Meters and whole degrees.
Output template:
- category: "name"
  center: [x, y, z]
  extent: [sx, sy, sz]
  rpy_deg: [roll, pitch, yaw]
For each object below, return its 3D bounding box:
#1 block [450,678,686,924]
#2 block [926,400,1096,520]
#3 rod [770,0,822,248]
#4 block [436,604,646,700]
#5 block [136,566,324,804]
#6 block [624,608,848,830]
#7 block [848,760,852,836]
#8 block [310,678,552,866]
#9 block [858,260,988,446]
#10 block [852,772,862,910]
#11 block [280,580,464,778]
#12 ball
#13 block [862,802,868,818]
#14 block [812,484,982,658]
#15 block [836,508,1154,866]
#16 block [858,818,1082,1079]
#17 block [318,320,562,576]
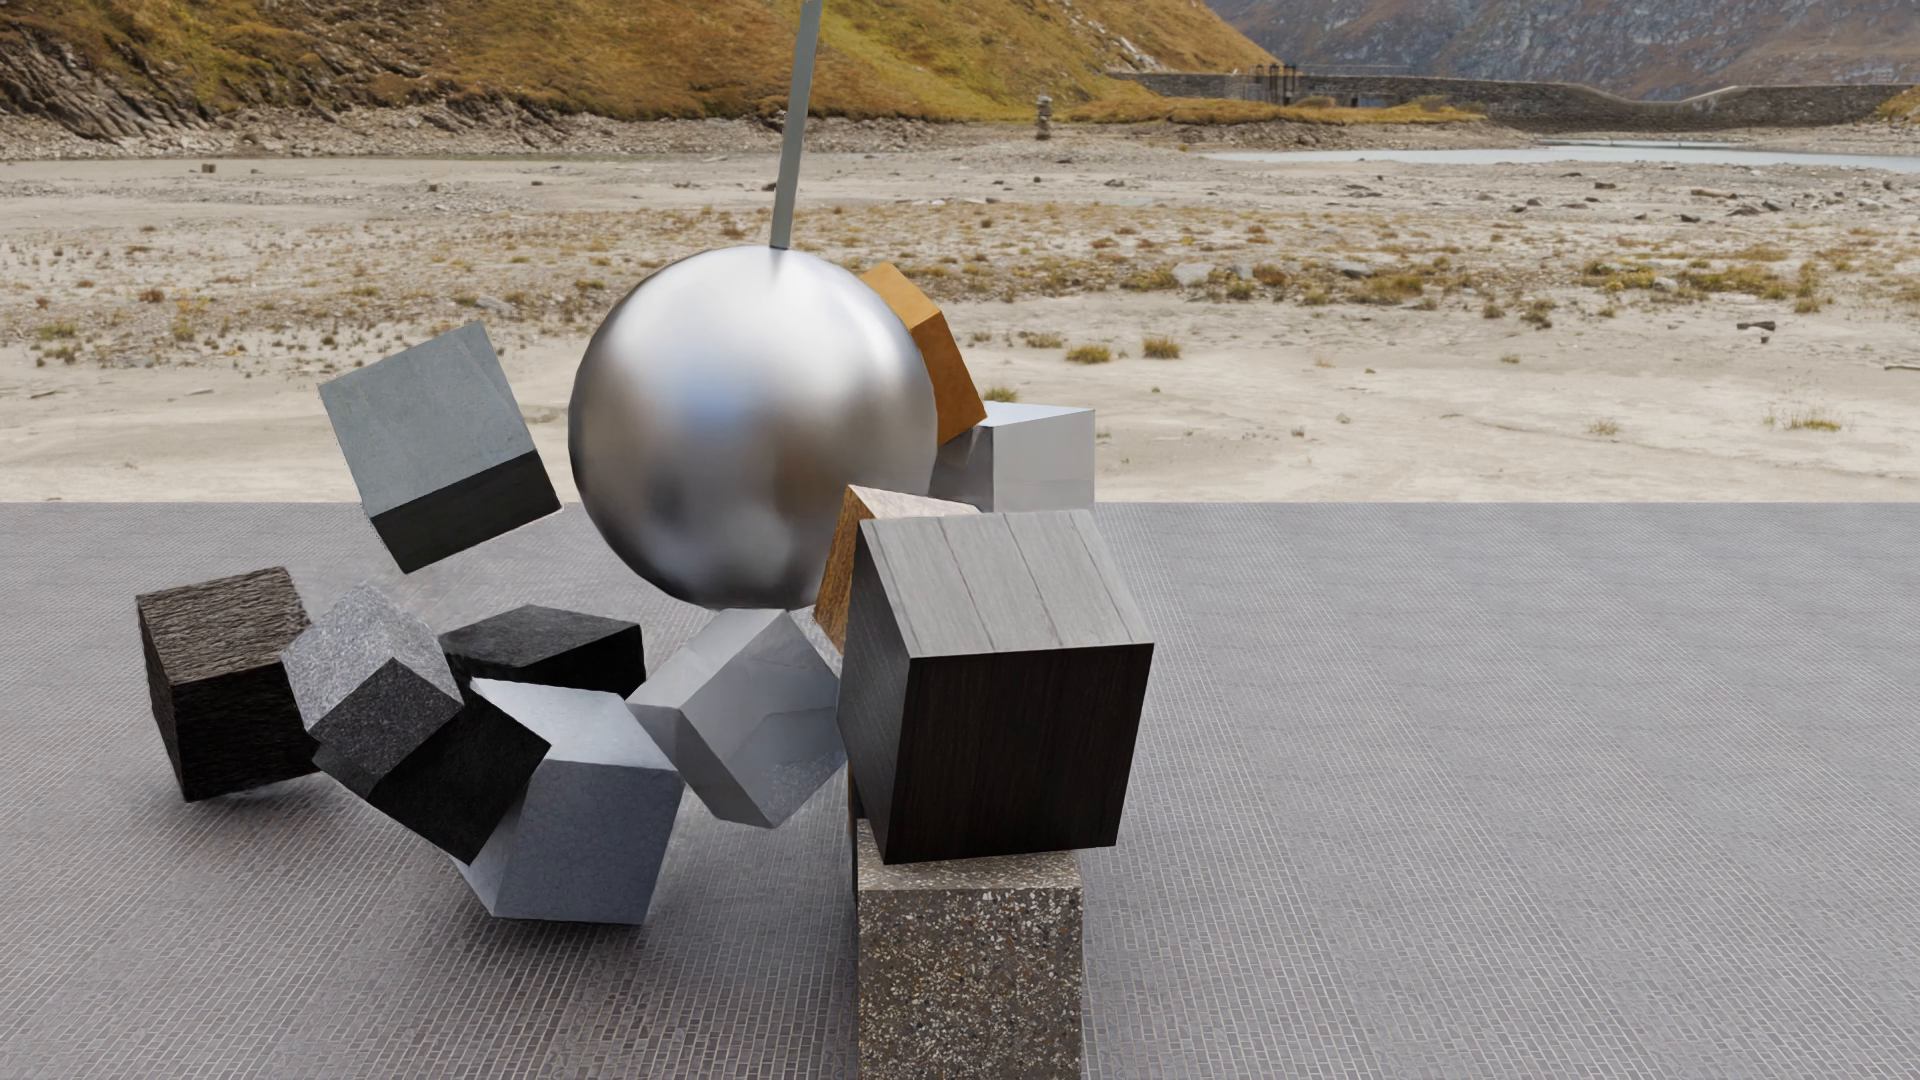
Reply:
- category: "block"
  center: [-1.692, 1.094, 10.778]
  extent: [0.682, 0.707, 0.805]
  rpy_deg: [9, 16, -33]
- category: "block"
  center: [0.060, -0.153, 12.936]
  extent: [0.882, 0.991, 0.919]
  rpy_deg: [6, 11, 34]
- category: "rod"
  center: [-0.386, -3.783, 10.493]
  extent: [0.080, 5.200, 0.080]
  rpy_deg: [8, 10, -2]
- category: "block"
  center: [-2.043, 0.852, 12.337]
  extent: [0.789, 0.829, 0.759]
  rpy_deg: [8, 19, 38]
- category: "block"
  center: [-3.585, 0.706, 12.705]
  extent: [0.729, 0.732, 0.761]
  rpy_deg: [-13, 39, -23]
- category: "block"
  center: [-0.846, 0.709, 10.321]
  extent: [0.585, 0.637, 0.596]
  rpy_deg: [-43, 18, -22]
- category: "block"
  center: [0.002, 0.877, 12.377]
  extent: [1.039, 0.845, 0.997]
  rpy_deg: [0, 10, 0]
- category: "block"
  center: [-2.084, 0.839, 10.119]
  extent: [0.494, 0.570, 0.568]
  rpy_deg: [22, -16, 49]
- category: "block"
  center: [-0.384, -0.803, 12.304]
  extent: [0.657, 0.659, 0.628]
  rpy_deg: [-32, 38, -8]
- category: "block"
  center: [-0.083, 1.202, 10.853]
  extent: [0.709, 0.751, 0.616]
  rpy_deg: [-1, 10, -6]
- category: "block"
  center: [-2.228, 0.527, 9.715]
  extent: [0.403, 0.436, 0.474]
  rpy_deg: [44, 9, -44]
- category: "ball"
  center: [-0.892, -0.475, 11.094]
  extent: [1.600, 1.600, 1.600]
  rpy_deg: [0, 10, 0]
- category: "block"
  center: [-0.011, 1.267, 10.178]
  extent: [0.729, 0.865, 0.712]
  rpy_deg: [-1, 10, -4]
- category: "block"
  center: [-0.182, 0.169, 9.930]
  extent: [0.541, 0.556, 0.510]
  rpy_deg: [9, 17, -23]
- category: "block"
  center: [0.100, 0.524, 9.346]
  extent: [0.874, 0.934, 0.826]
  rpy_deg: [-3, 36, -15]
- category: "block"
  center: [0.018, 1.485, 9.397]
  extent: [0.781, 0.715, 0.869]
  rpy_deg: [0, 10, -2]
- category: "block"
  center: [-2.409, -0.424, 11.930]
  extent: [0.798, 0.724, 0.679]
  rpy_deg: [-23, -22, -8]
